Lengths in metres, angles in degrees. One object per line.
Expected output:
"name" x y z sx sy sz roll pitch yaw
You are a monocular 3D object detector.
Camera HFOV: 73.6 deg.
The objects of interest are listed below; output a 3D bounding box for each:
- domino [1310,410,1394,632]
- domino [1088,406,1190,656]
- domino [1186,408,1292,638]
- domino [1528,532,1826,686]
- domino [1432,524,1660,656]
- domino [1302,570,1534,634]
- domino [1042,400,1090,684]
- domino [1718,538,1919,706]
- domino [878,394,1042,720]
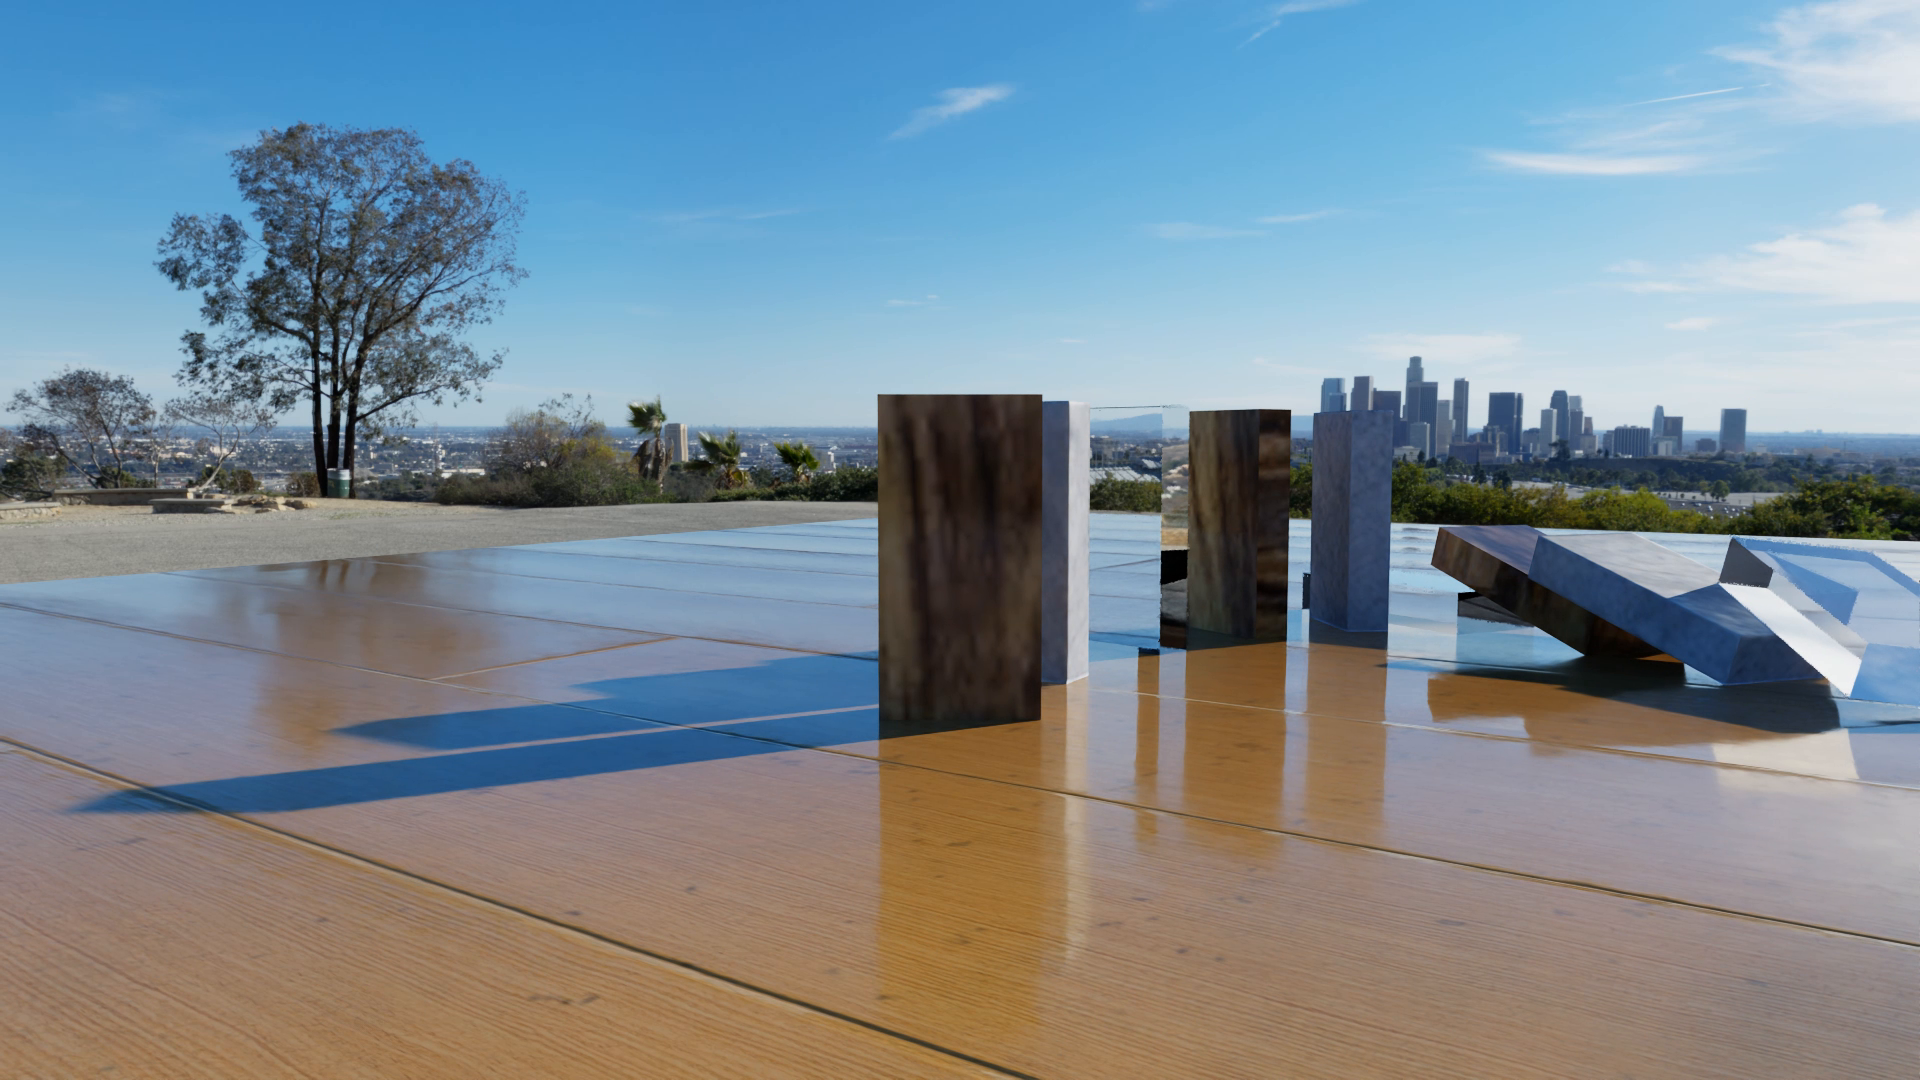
"domino" 0.092 -0.005 0.301 0.009 0.050 0.025 0 4 -4
"domino" 0.035 -0.003 0.269 0.025 0.050 0.009 4 6 44
"domino" 0.062 -0.004 0.291 0.010 0.050 0.025 -3 5 -32
"domino" 0.139 0.012 0.251 0.025 0.009 0.050 -2 21 -18
"domino" 0.131 0.010 0.282 0.025 0.010 0.050 -1 21 -18
"domino" 0.111 0.014 0.314 0.025 0.009 0.050 -2 5 -27
"domino" 0.010 0.000 0.236 0.025 0.050 0.009 2 5 29
"domino" 0.156 0.014 0.222 0.025 0.009 0.050 7 20 6
"domino" 0.000 0.002 0.201 0.025 0.050 0.009 0 4 0
